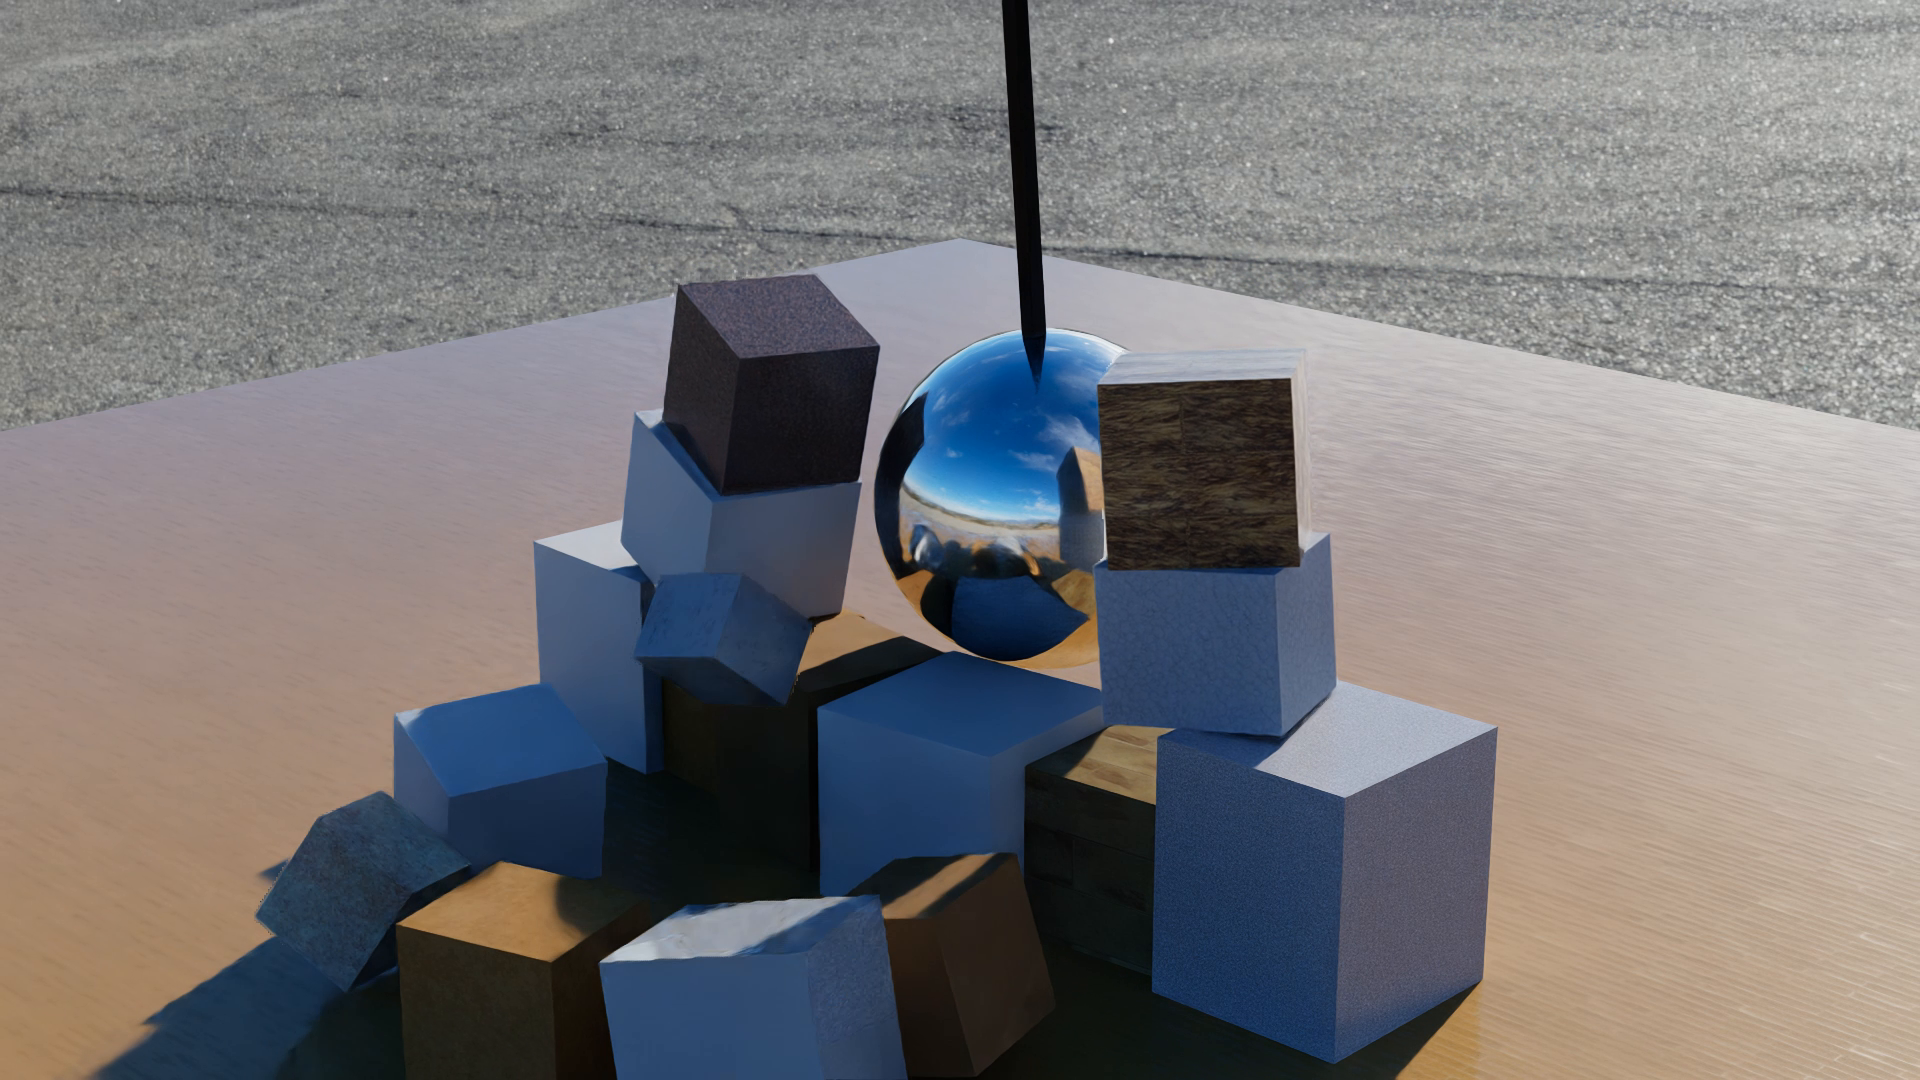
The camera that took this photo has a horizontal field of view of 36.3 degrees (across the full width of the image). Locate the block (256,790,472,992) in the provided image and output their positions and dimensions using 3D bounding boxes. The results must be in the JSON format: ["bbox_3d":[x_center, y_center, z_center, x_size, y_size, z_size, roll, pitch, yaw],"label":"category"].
[{"bbox_3d":[-2.495,1.465,12.286,0.508,0.540,0.542,38,16,10],"label":"block"}]

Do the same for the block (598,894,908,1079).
[{"bbox_3d":[-0.738,1.823,10.759,0.805,0.827,0.743,-6,7,20],"label":"block"}]

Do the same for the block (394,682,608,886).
[{"bbox_3d":[-2.093,1.159,13.300,0.746,0.644,0.676,-11,36,-28],"label":"block"}]

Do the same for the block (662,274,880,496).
[{"bbox_3d":[-0.907,-0.743,13.912,0.714,0.734,0.741,-7,35,-27],"label":"block"}]

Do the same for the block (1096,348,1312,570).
[{"bbox_3d":[1.024,-0.340,12.113,0.779,0.774,0.679,-1,14,12],"label":"block"}]

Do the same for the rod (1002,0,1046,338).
[{"bbox_3d":[0.170,-3.357,12.464,0.080,5.200,0.080,17,29,42],"label":"rod"}]

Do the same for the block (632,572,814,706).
[{"bbox_3d":[-1.074,0.452,13.310,0.516,0.417,0.514,-1,-28,40],"label":"block"}]

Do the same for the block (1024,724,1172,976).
[{"bbox_3d":[0.824,1.333,12.792,0.783,0.786,0.759,14,22,37],"label":"block"}]

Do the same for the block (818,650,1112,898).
[{"bbox_3d":[0.045,1.147,13.193,0.965,0.901,0.963,13,22,36],"label":"block"}]

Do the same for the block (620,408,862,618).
[{"bbox_3d":[-1.081,-0.133,14.300,0.788,0.743,0.890,-9,35,-30],"label":"block"}]

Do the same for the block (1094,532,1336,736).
[{"bbox_3d":[1.076,0.367,12.256,0.782,0.672,0.711,2,15,25],"label":"block"}]

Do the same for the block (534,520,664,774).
[{"bbox_3d":[-1.511,0.490,15.097,0.970,1.012,0.907,-15,23,-40],"label":"block"}]

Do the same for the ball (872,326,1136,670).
[{"bbox_3d":[0.391,-0.194,13.691,1.600,1.600,1.600,0,17,0],"label":"ball"}]

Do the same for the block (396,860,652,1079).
[{"bbox_3d":[-1.669,1.786,11.355,0.712,0.777,0.661,9,20,26],"label":"block"}]

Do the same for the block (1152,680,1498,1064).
[{"bbox_3d":[1.510,1.332,12.195,0.944,1.145,1.054,16,23,41],"label":"block"}]

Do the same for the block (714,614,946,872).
[{"bbox_3d":[-0.605,0.945,13.867,0.817,0.882,0.755,-14,22,-37],"label":"block"}]

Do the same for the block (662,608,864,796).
[{"bbox_3d":[-0.974,0.760,14.501,0.709,0.855,0.734,-14,22,-37],"label":"block"}]

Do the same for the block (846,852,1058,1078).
[{"bbox_3d":[-0.101,1.681,11.613,0.596,0.664,0.634,-7,14,35],"label":"block"}]
